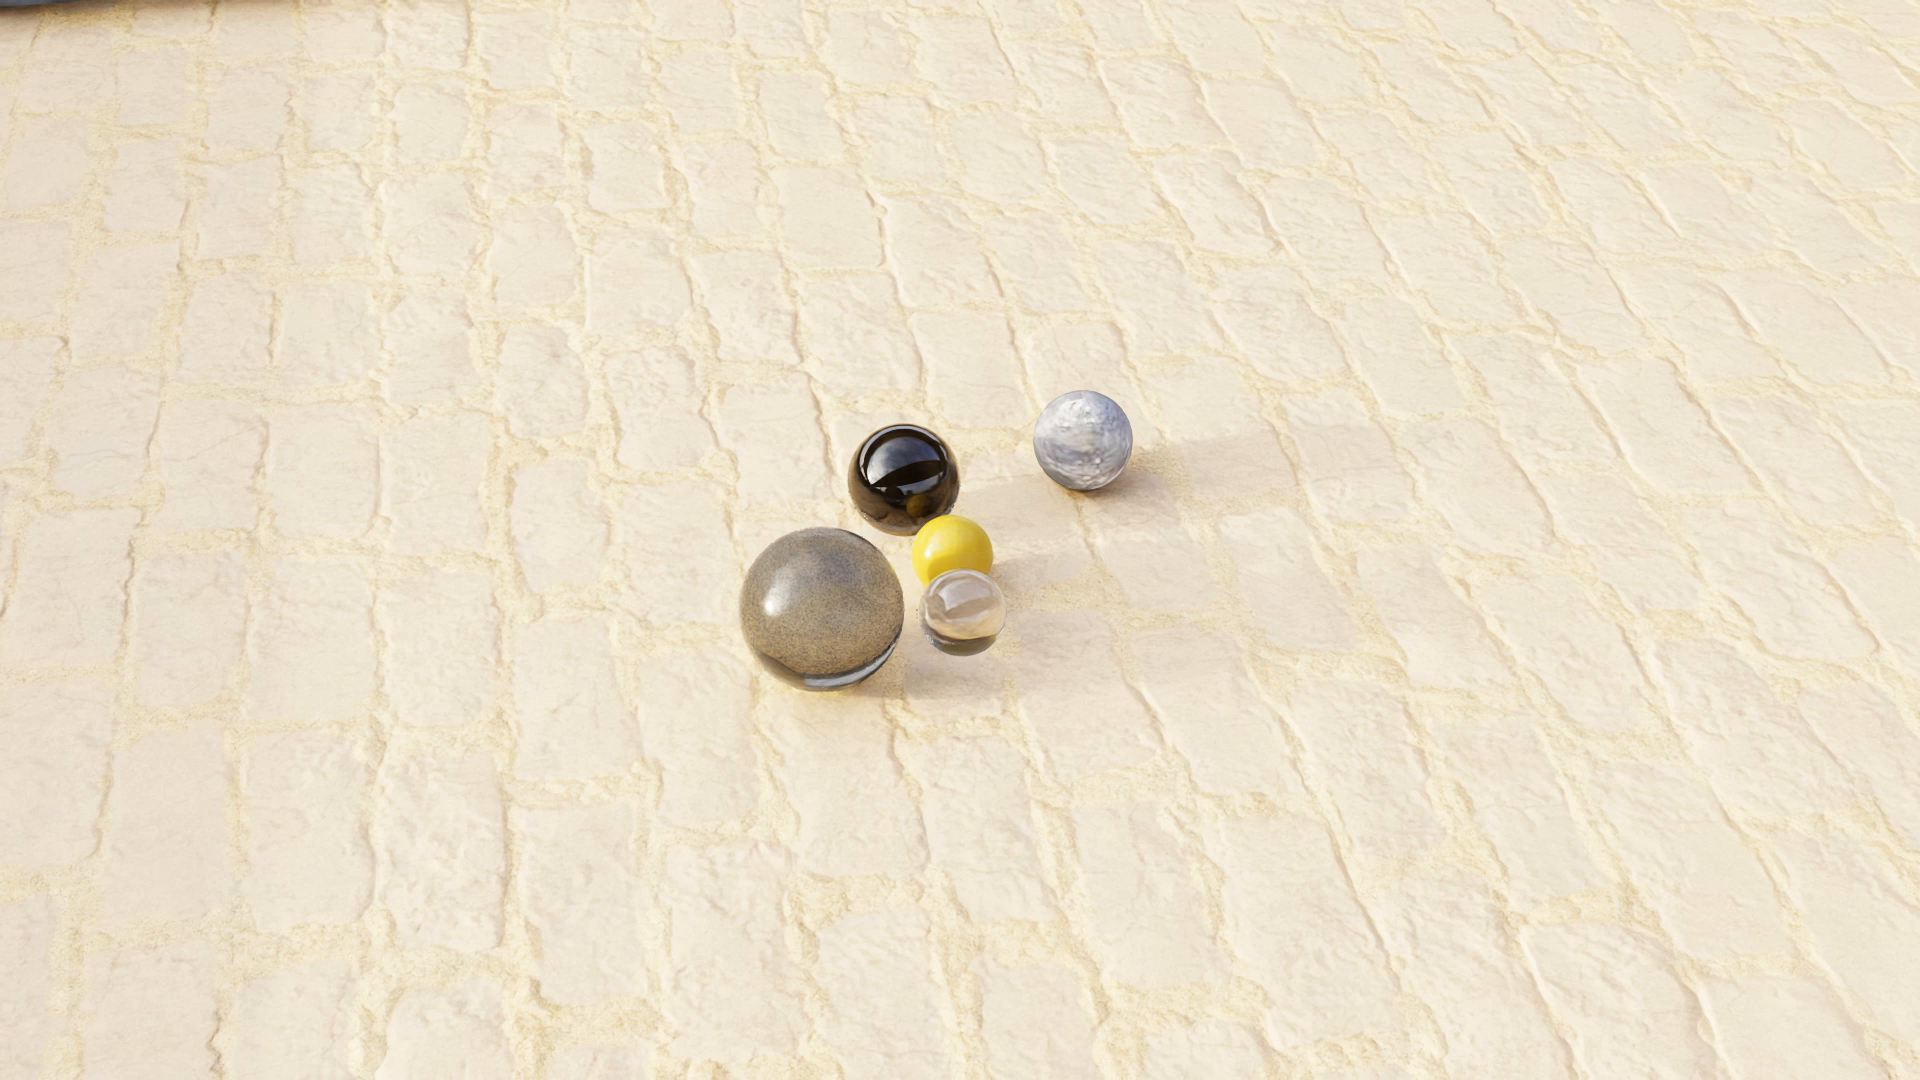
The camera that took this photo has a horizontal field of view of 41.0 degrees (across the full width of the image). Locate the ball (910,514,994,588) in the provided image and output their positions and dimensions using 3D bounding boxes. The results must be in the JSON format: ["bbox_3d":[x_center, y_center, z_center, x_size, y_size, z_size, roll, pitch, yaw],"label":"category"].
[{"bbox_3d":[-0.005,0.009,1.514,0.049,0.049,0.049,0,37,0],"label":"ball"}]

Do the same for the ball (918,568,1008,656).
[{"bbox_3d":[0.001,0.041,1.469,0.051,0.051,0.051,0,37,0],"label":"ball"}]

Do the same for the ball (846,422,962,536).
[{"bbox_3d":[-0.034,-0.037,1.558,0.069,0.069,0.069,0,37,0],"label":"ball"}]

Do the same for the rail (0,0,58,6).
[{"bbox_3d":[0.718,-0.647,2.333,3.543,0.121,0.045,-6,37,-8],"label":"rail"}]

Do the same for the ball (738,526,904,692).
[{"bbox_3d":[-0.078,0.039,1.437,0.093,0.093,0.093,0,37,0],"label":"ball"}]

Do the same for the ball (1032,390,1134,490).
[{"bbox_3d":[0.077,-0.062,1.598,0.062,0.062,0.062,0,37,0],"label":"ball"}]
